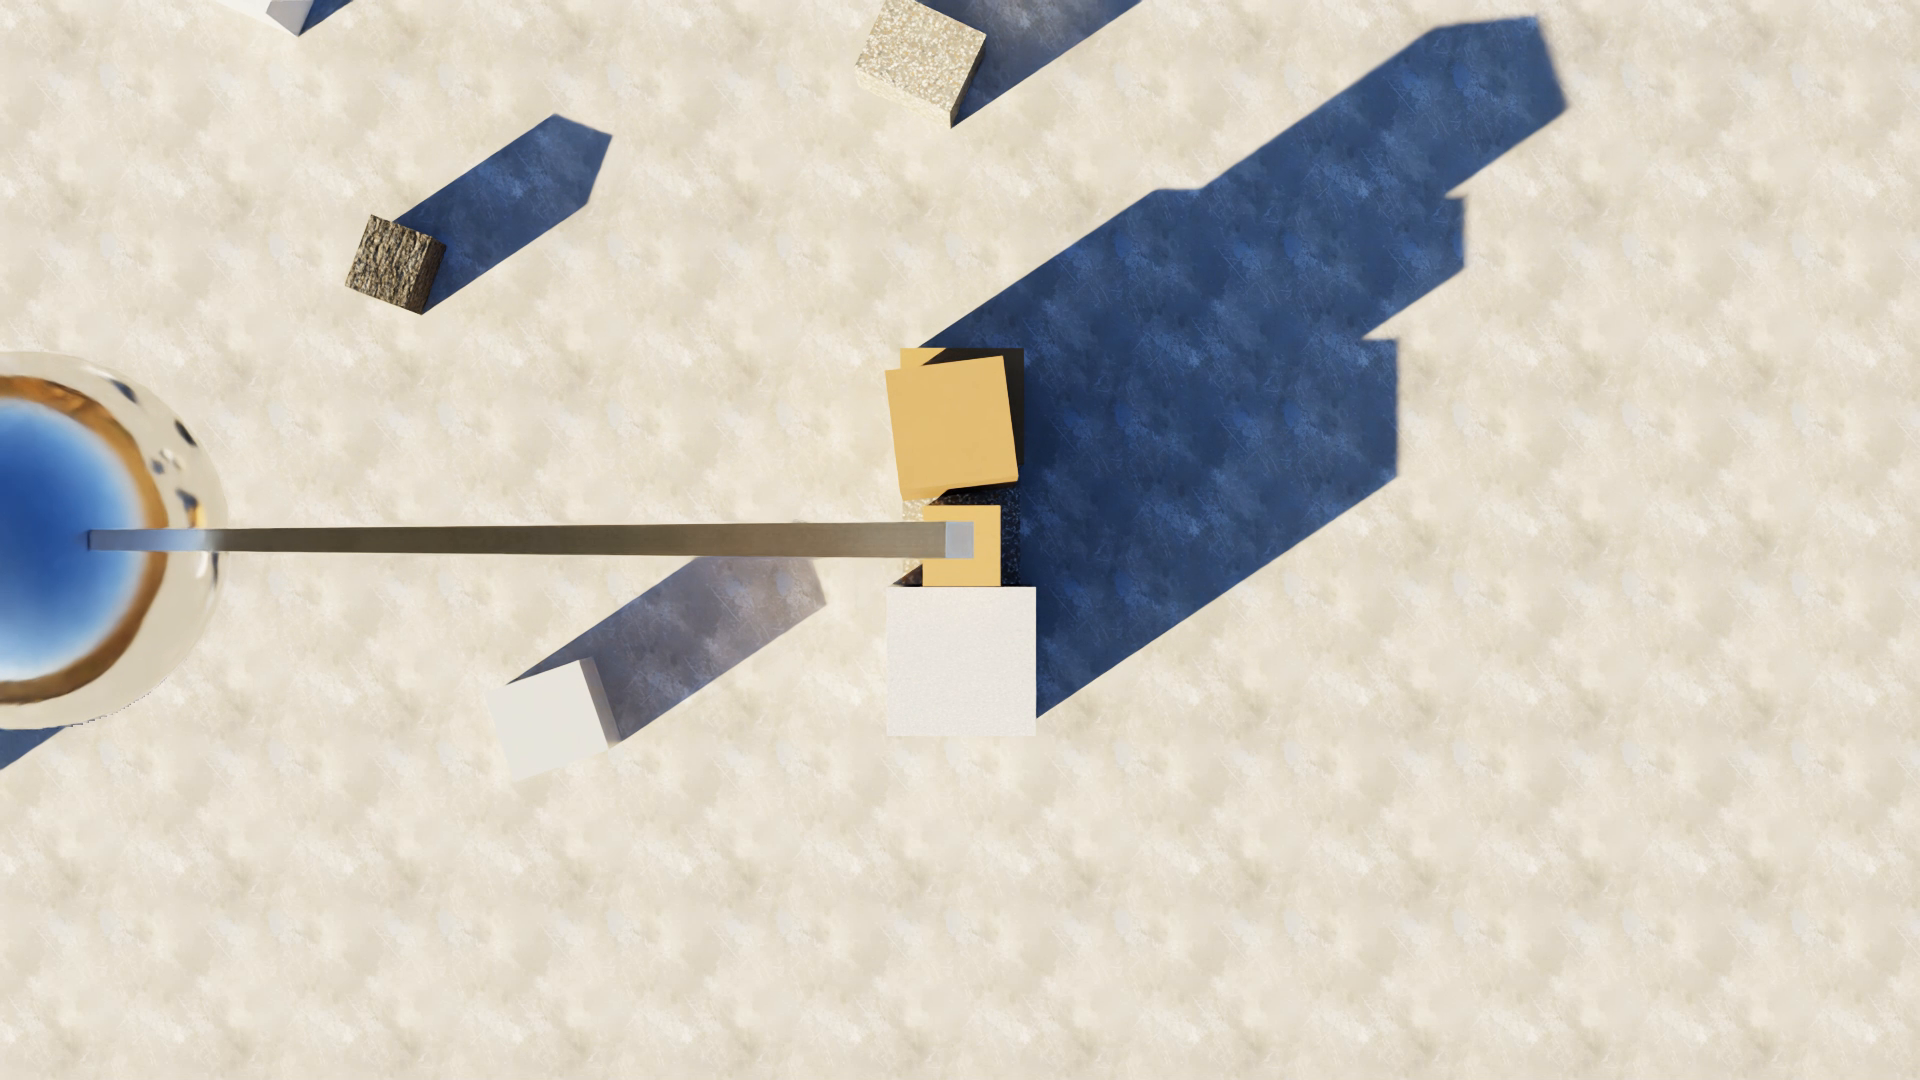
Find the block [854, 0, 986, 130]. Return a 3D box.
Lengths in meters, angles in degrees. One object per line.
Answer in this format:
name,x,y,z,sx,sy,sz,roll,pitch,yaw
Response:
block,-0.226,-2.776,12.742,0.602,0.515,0.489,25,90,0

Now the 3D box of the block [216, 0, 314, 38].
block,-4.053,-3.387,12.697,0.591,0.606,0.652,24,90,0

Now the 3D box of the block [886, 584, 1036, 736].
block,0.007,0.670,12.563,0.822,0.875,0.820,0,90,0

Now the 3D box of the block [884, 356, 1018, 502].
block,-0.046,-0.600,12.036,0.634,0.682,0.647,-7,86,0

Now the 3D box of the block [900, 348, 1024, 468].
block,0.012,-0.756,12.700,0.698,0.601,0.652,0,90,0

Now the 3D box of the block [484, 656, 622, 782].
block,-2.354,1.032,12.757,0.571,0.487,0.536,-19,90,0

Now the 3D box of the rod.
rod,-1.699,0.000,6.707,0.080,5.200,0.080,0,90,-41

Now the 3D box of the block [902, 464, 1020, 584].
block,0.008,-0.088,12.683,0.662,0.634,0.669,0,90,0

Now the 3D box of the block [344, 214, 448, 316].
block,-3.281,-1.598,12.803,0.372,0.393,0.440,20,90,0

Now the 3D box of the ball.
ball,-3.920,0.000,9.281,1.600,1.600,1.600,0,90,0

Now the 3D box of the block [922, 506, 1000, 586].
block,0.009,0.032,12.126,0.419,0.479,0.435,0,90,0
